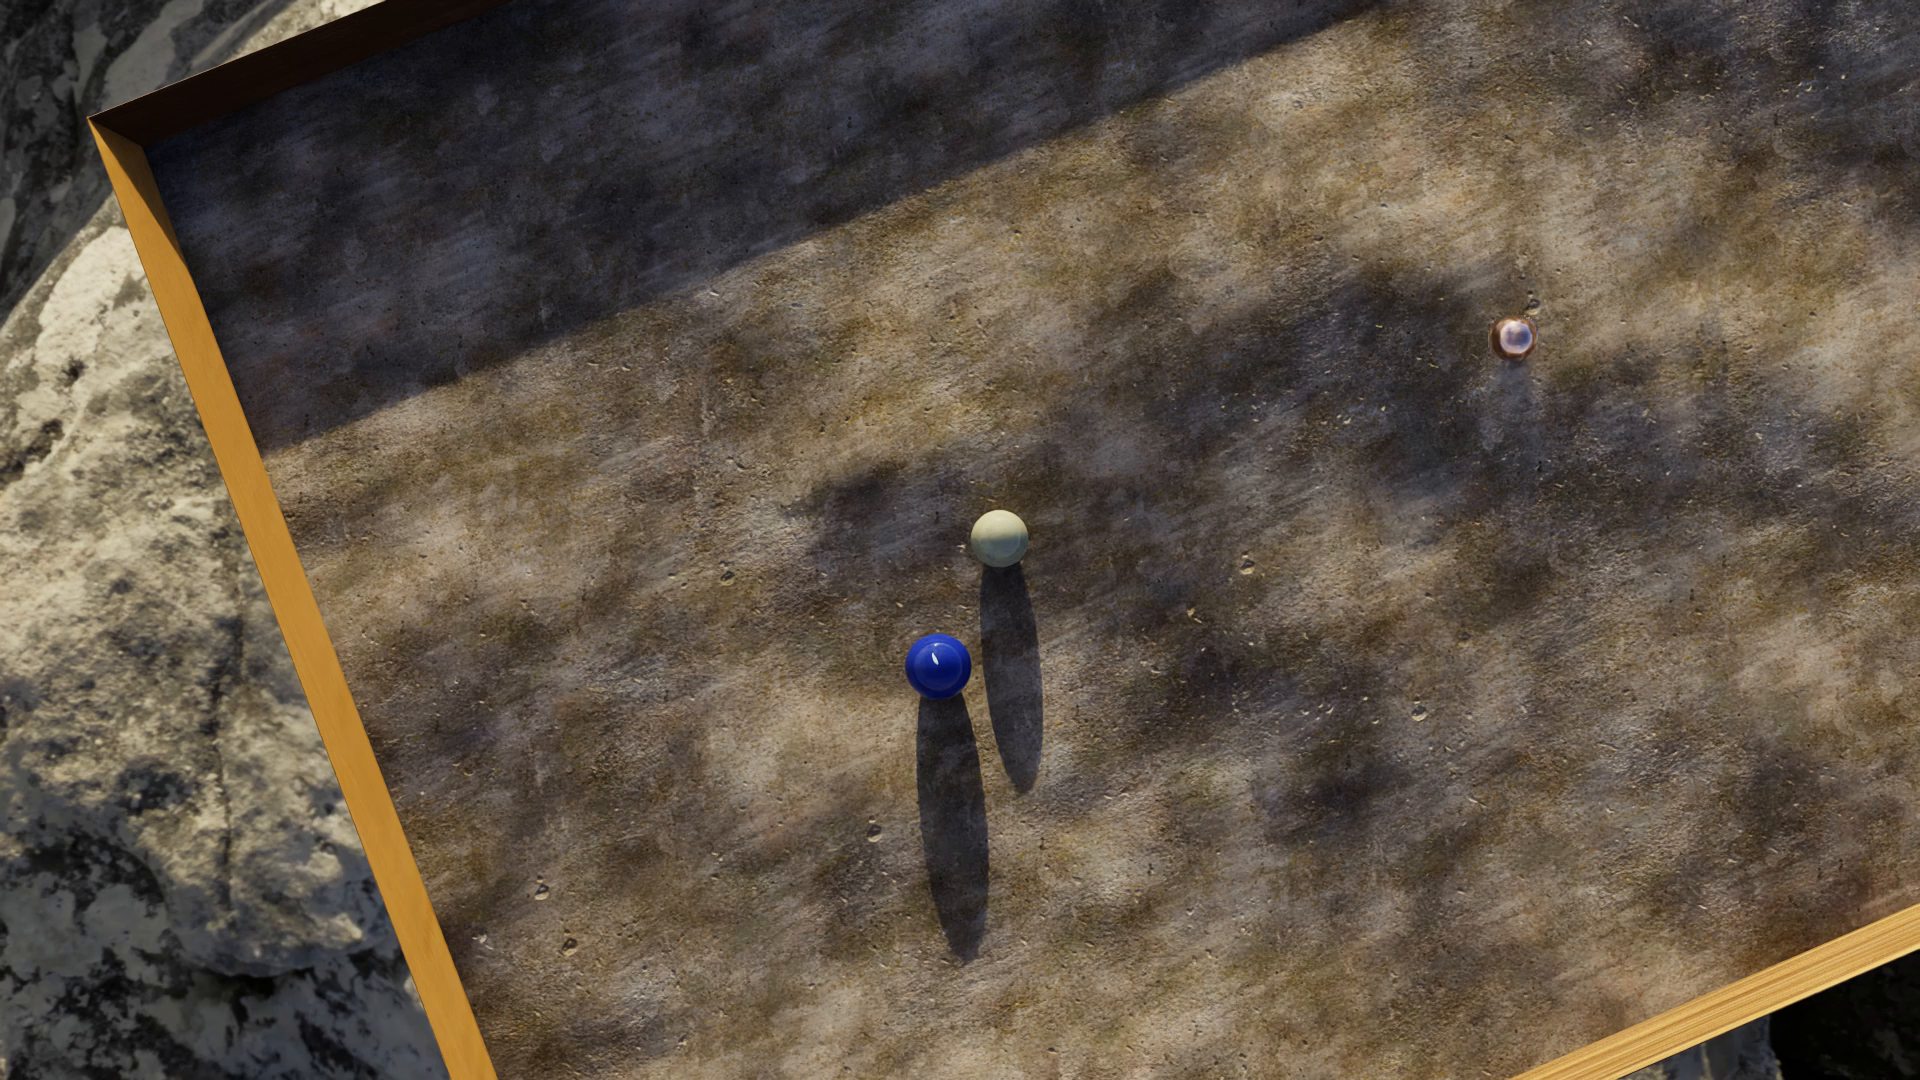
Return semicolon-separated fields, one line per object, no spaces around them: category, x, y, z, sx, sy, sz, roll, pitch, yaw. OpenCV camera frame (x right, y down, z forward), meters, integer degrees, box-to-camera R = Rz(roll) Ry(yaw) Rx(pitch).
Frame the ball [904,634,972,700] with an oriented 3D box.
ball;-0.032;0.186;3.221;0.098;0.098;0.098;0;83;0

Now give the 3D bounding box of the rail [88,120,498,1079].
rail;-0.858;0.352;3.185;0.045;0.128;2.128;-22;84;-3

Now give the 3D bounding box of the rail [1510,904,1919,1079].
rail;1.279;0.589;3.156;3.811;0.128;0.045;-22;84;-3

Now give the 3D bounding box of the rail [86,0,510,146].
rail;0.481;-1.319;3.388;3.811;0.128;0.045;-22;84;-3

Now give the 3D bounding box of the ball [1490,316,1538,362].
ball;0.830;-0.301;3.295;0.068;0.068;0.068;0;83;0

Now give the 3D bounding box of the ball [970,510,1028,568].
ball;0.059;-0.002;3.250;0.086;0.086;0.086;0;83;0
